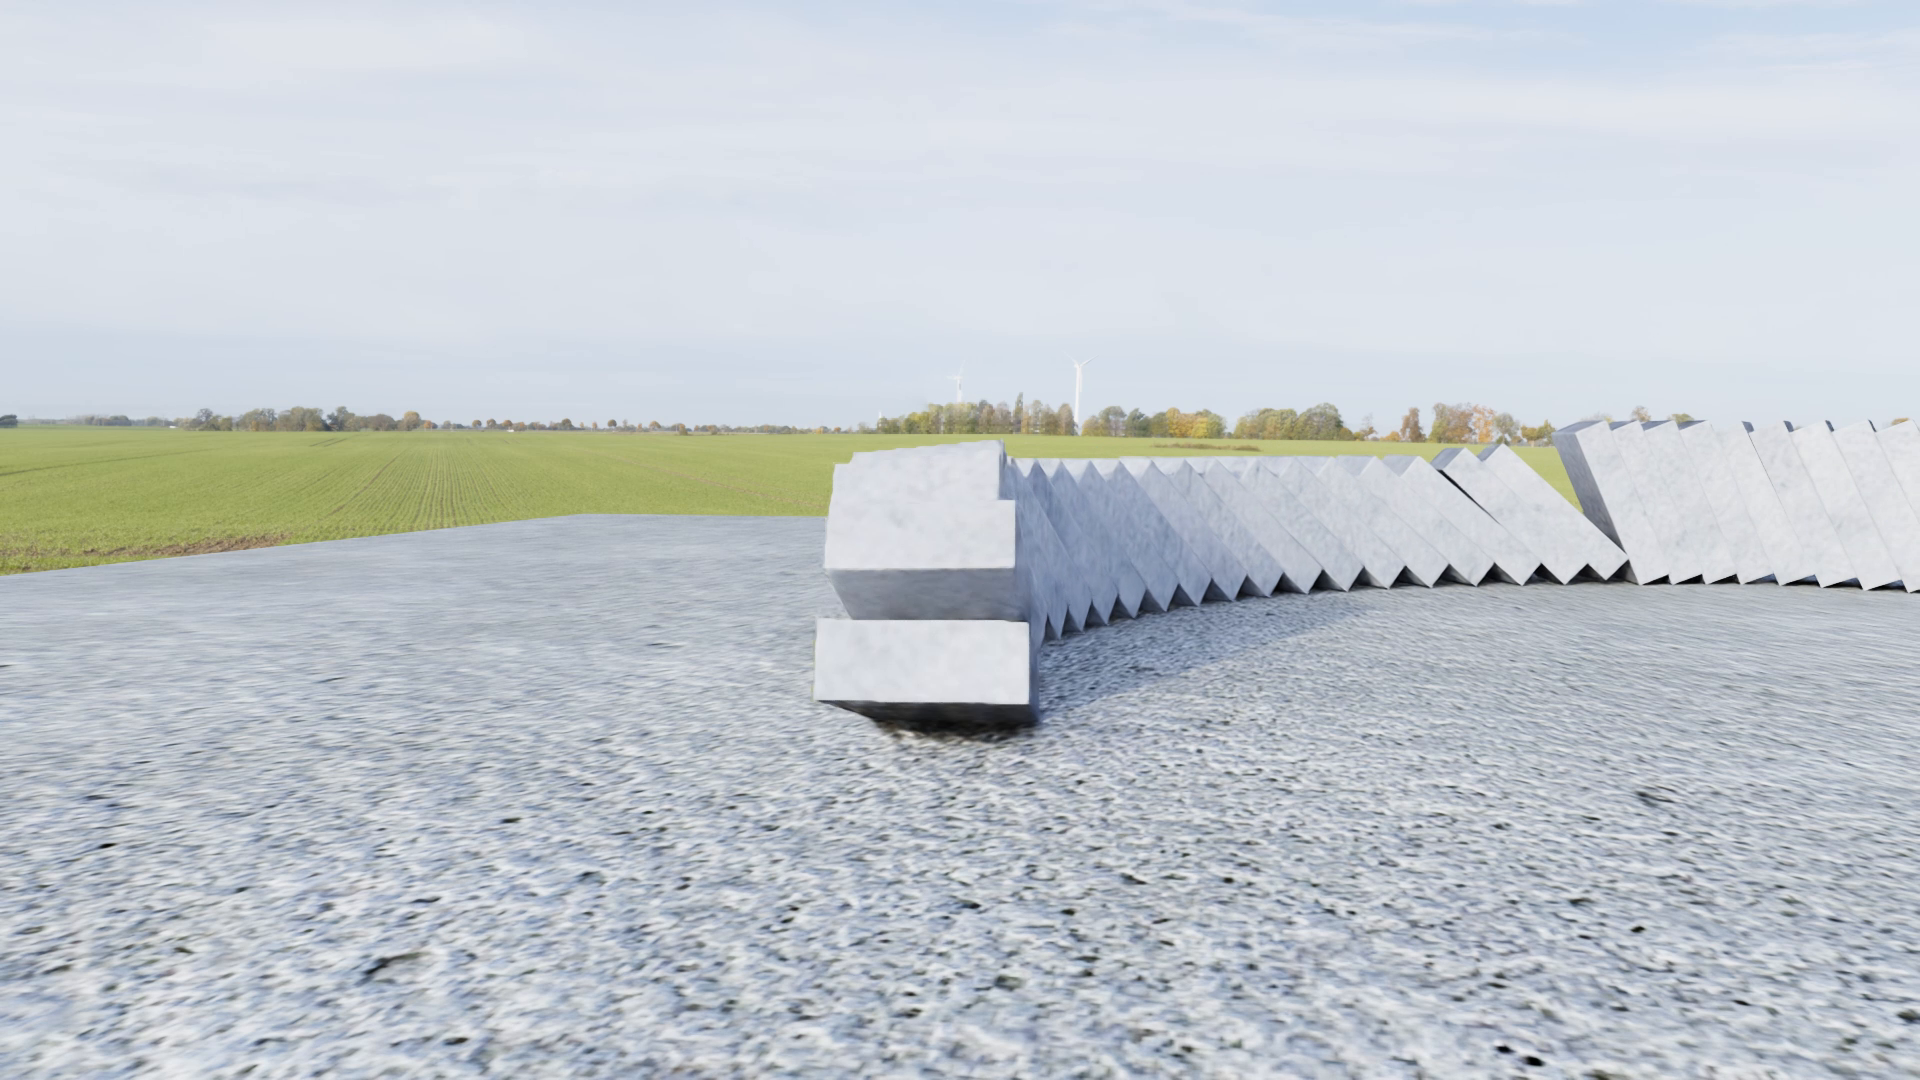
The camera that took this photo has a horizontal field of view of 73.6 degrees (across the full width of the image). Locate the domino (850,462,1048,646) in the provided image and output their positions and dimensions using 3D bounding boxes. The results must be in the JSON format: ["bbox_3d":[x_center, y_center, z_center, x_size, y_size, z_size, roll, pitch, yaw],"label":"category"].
[{"bbox_3d":[-0.002,0.003,0.244,0.025,0.009,0.050,-3,-38,18],"label":"domino"}]

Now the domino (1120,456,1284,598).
[{"bbox_3d":[0.065,-0.003,0.354,0.050,0.010,0.025,43,-20,-28],"label":"domino"}]

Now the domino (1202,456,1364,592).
[{"bbox_3d":[0.091,-0.005,0.372,0.050,0.009,0.025,40,-12,-21],"label":"domino"}]

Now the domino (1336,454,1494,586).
[{"bbox_3d":[0.136,-0.006,0.391,0.050,0.009,0.025,39,-2,-9],"label":"domino"}]

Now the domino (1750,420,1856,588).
[{"bbox_3d":[0.258,-0.012,0.391,0.010,0.050,0.025,-27,-13,36],"label":"domino"}]

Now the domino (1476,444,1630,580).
[{"bbox_3d":[0.182,-0.009,0.400,0.050,0.009,0.025,44,8,7],"label":"domino"}]

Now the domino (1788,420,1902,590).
[{"bbox_3d":[0.265,-0.011,0.384,0.009,0.050,0.025,-27,-13,36],"label":"domino"}]

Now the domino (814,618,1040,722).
[{"bbox_3d":[-0.002,0.019,0.174,0.025,0.010,0.050,0,-10,5],"label":"domino"}]

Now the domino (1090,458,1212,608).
[{"bbox_3d":[0.042,-0.002,0.331,0.025,0.010,0.050,5,-33,46],"label":"domino"}]

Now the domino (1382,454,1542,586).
[{"bbox_3d":[0.152,-0.007,0.395,0.050,0.009,0.025,39,1,-5],"label":"domino"}]

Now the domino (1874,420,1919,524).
[{"bbox_3d":[0.282,-0.010,0.372,0.010,0.050,0.025,-27,-13,36],"label":"domino"}]

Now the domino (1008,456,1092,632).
[{"bbox_3d":[0.008,0.002,0.276,0.025,0.010,0.050,1,-36,29],"label":"domino"}]

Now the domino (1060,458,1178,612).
[{"bbox_3d":[0.032,-0.001,0.318,0.025,0.009,0.050,4,-34,42],"label":"domino"}]

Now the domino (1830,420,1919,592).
[{"bbox_3d":[0.274,-0.011,0.378,0.009,0.050,0.025,-27,-13,36],"label":"domino"}]

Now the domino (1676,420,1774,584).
[{"bbox_3d":[0.235,-0.012,0.400,0.010,0.050,0.025,-22,-2,15],"label":"domino"}]

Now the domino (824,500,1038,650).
[{"bbox_3d":[-0.002,0.010,0.191,0.025,0.009,0.050,-1,-24,7],"label":"domino"}]

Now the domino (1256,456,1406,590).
[{"bbox_3d":[0.106,-0.005,0.380,0.050,0.009,0.025,40,-9,-17],"label":"domino"}]

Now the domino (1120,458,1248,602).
[{"bbox_3d":[0.053,-0.003,0.343,0.025,0.009,0.050,5,-32,51],"label":"domino"}]

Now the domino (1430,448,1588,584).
[{"bbox_3d":[0.169,-0.008,0.399,0.050,0.009,0.025,44,8,2],"label":"domino"}]

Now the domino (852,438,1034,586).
[{"bbox_3d":[-0.001,0.004,0.227,0.025,0.009,0.050,-5,-39,8],"label":"domino"}]

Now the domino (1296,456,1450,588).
[{"bbox_3d":[0.121,-0.006,0.387,0.050,0.010,0.025,39,-4,-12],"label":"domino"}]

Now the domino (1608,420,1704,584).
[{"bbox_3d":[0.212,-0.012,0.399,0.010,0.050,0.025,-23,0,12],"label":"domino"}]

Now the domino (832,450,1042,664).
[{"bbox_3d":[-0.002,0.005,0.209,0.025,0.010,0.050,-5,-34,9],"label":"domino"}]

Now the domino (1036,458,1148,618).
[{"bbox_3d":[0.022,0.000,0.305,0.025,0.009,0.050,3,-34,38],"label":"domino"}]

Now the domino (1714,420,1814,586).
[{"bbox_3d":[0.249,-0.012,0.398,0.009,0.050,0.025,-27,-13,35],"label":"domino"}]

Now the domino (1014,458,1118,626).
[{"bbox_3d":[0.015,0.001,0.291,0.025,0.009,0.050,2,-35,33],"label":"domino"}]

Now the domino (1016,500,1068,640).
[{"bbox_3d":[0.002,0.003,0.261,0.025,0.010,0.050,-1,-37,24],"label":"domino"}]

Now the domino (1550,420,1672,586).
[{"bbox_3d":[0.201,-0.012,0.398,0.009,0.050,0.025,-23,1,10],"label":"domino"}]

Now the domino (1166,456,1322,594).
[{"bbox_3d":[0.078,-0.004,0.364,0.050,0.009,0.025,41,-14,-23],"label":"domino"}]

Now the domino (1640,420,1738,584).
[{"bbox_3d":[0.224,-0.012,0.400,0.010,0.050,0.025,-22,-1,13],"label":"domino"}]
